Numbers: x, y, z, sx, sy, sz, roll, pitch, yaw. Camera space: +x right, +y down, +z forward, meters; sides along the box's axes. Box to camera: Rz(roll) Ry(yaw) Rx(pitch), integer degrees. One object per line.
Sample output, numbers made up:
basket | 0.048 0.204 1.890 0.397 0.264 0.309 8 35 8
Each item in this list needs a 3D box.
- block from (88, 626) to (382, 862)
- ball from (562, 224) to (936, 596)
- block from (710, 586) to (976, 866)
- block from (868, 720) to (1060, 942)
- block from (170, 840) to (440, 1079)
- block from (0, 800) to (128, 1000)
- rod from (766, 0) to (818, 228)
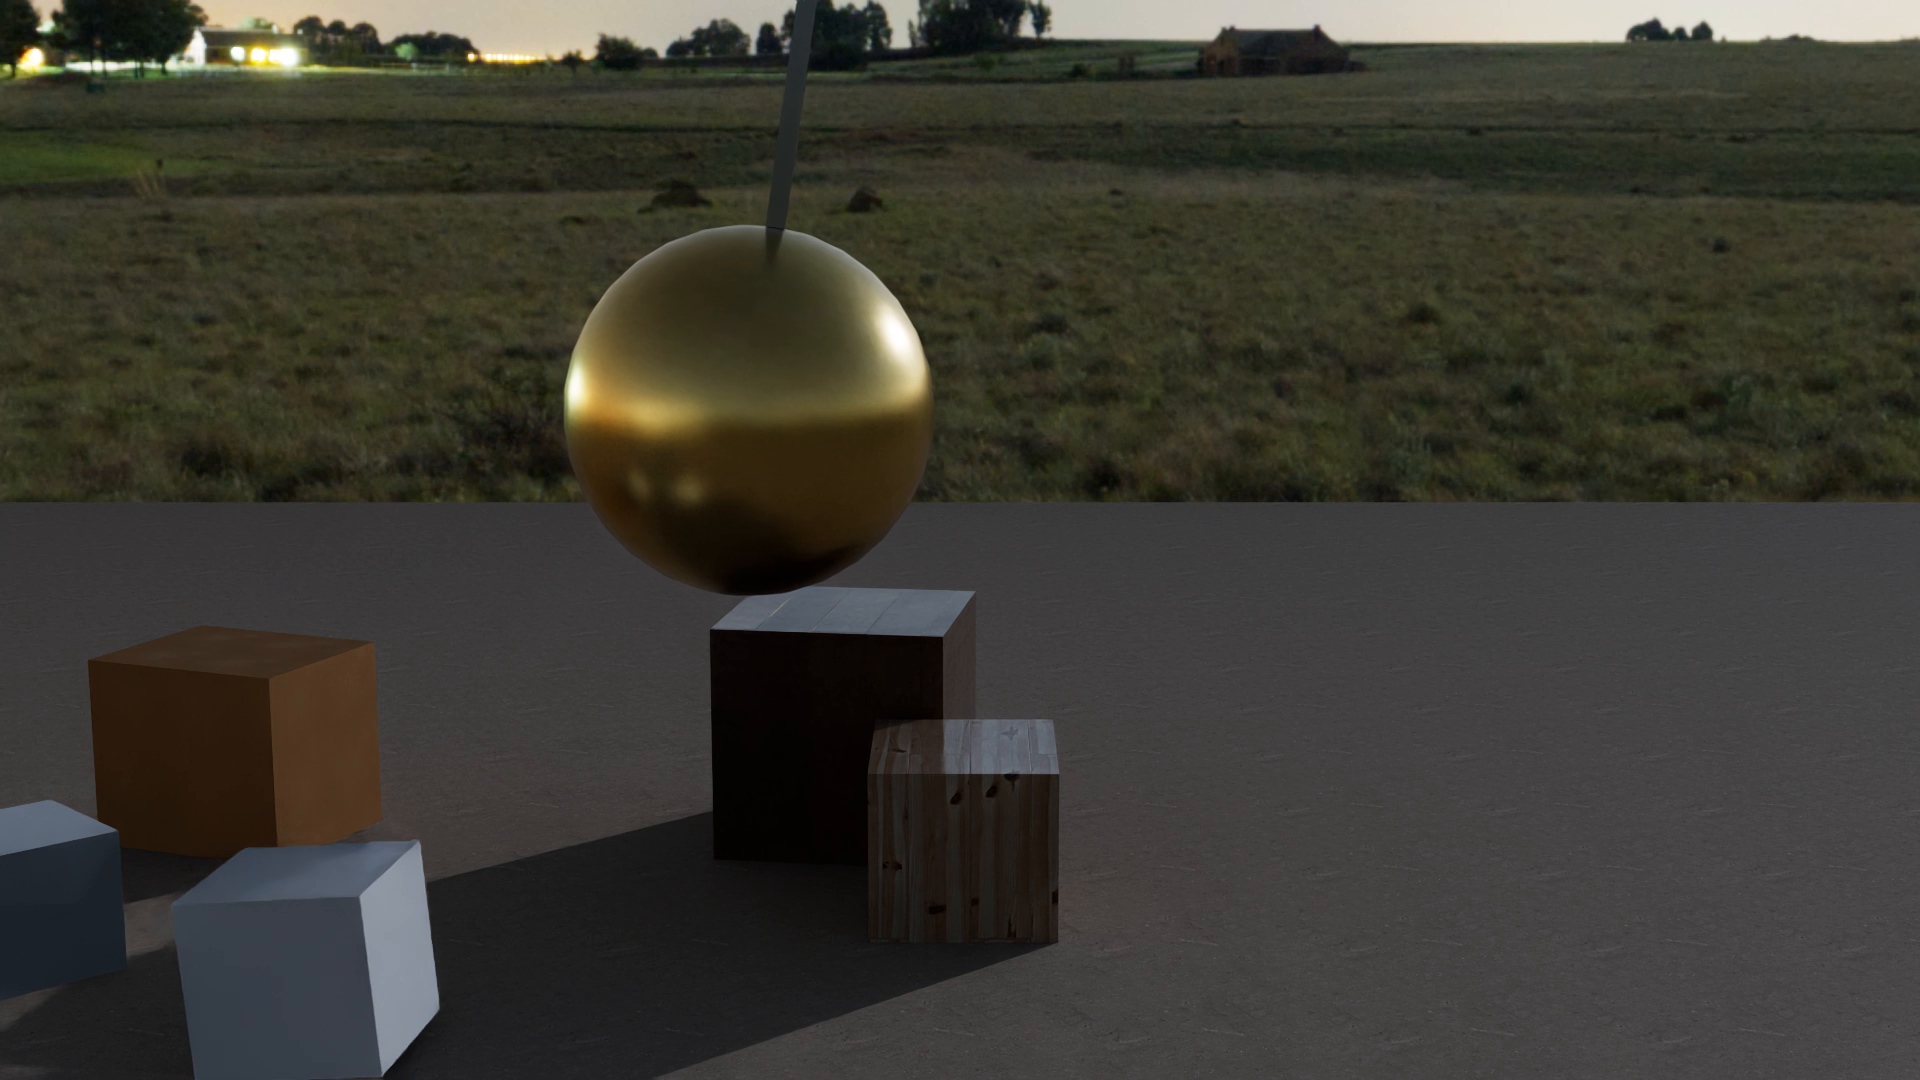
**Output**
block | -3.365 0.941 11.958 0.994 0.870 0.805 4 11 21
ball | -0.907 -0.557 11.079 1.600 1.600 1.600 0 10 0
block | -0.520 0.845 11.938 1.051 1.066 1.017 2 10 8
block | 0.016 1.217 10.876 0.776 0.714 0.888 0 10 0
block | -2.345 1.512 9.262 0.682 0.658 0.665 -3 10 7
block | -3.756 1.424 10.146 0.649 0.568 0.611 -10 14 -43
rod | -0.393 -3.864 10.478 0.080 5.200 0.080 9 10 -2
